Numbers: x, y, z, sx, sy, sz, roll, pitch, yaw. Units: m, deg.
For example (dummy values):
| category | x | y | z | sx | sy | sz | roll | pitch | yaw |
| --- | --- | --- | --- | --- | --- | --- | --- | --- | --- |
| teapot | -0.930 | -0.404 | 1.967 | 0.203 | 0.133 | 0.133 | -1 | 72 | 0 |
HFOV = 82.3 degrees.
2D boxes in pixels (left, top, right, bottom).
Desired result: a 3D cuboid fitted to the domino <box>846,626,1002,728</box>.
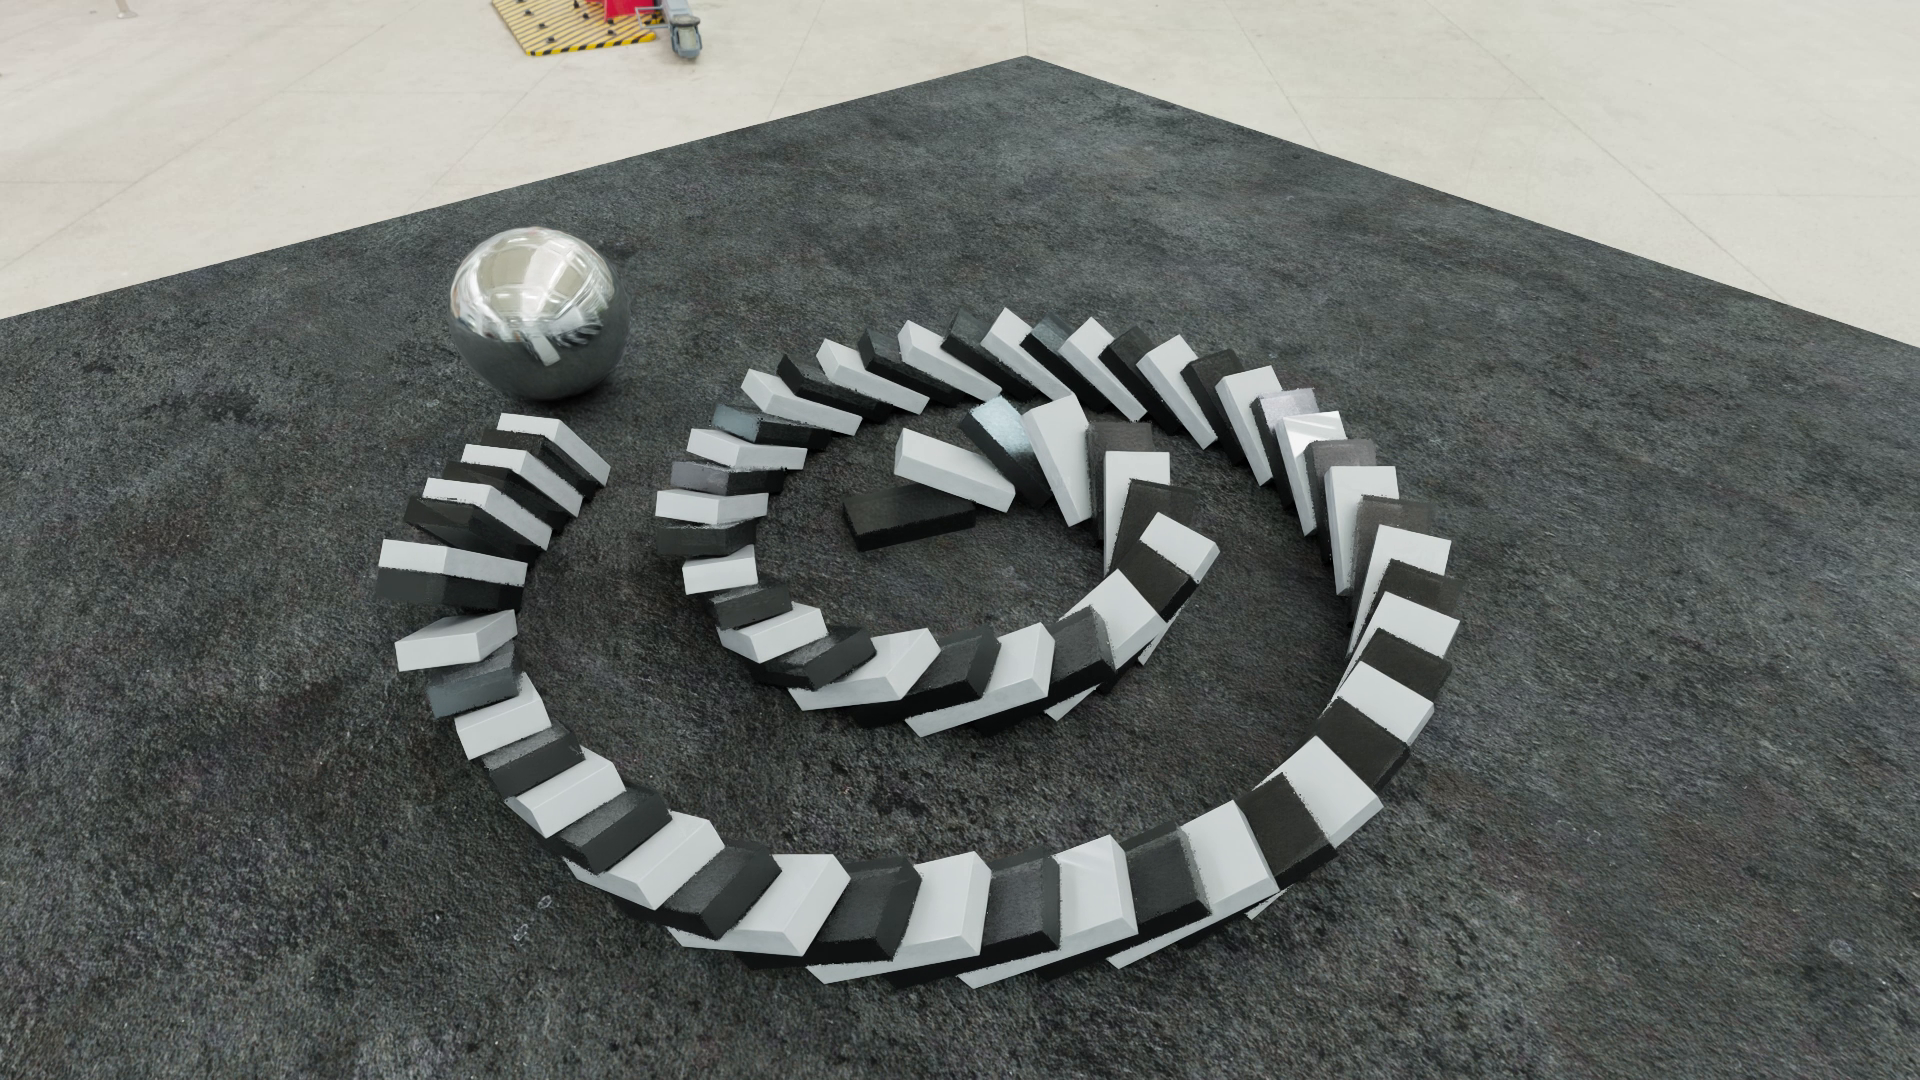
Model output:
| category | x | y | z | sx | sy | sz | roll | pitch | yaw |
| --- | --- | --- | --- | --- | --- | --- | --- | --- | --- |
| domino | -0.012 | 0.046 | 0.367 | 0.050 | 0.009 | 0.025 | -19 | 29 | 32 |

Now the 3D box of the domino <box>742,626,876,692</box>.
| category | x | y | z | sx | sy | sz | roll | pitch | yaw |
| --- | --- | --- | --- | --- | --- | --- | --- | --- | --- |
| domino | -0.052 | 0.039 | 0.375 | 0.025 | 0.010 | 0.050 | -30 | 14 | -31 |

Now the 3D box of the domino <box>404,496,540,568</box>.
| category | x | y | z | sx | sy | sz | roll | pitch | yaw |
| --- | --- | --- | --- | --- | --- | --- | --- | --- | --- |
| domino | -0.184 | -0.002 | 0.416 | 0.025 | 0.050 | 0.010 | 7 | 73 | 8 |

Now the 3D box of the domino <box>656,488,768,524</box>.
| category | x | y | z | sx | sy | sz | roll | pitch | yaw |
| --- | --- | --- | --- | --- | --- | --- | --- | --- | --- |
| domino | -0.098 | -0.015 | 0.441 | 0.025 | 0.009 | 0.050 | 9 | 7 | 11 |

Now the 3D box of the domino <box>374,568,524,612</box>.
| category | x | y | z | sx | sy | sz | roll | pitch | yaw |
| --- | --- | --- | --- | --- | --- | --- | --- | --- | --- |
| domino | -0.182 | 0.018 | 0.395 | 0.025 | 0.050 | 0.010 | 6 | 85 | 8 |

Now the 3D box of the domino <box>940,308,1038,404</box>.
| category | x | y | z | sx | sy | sz | roll | pitch | yaw |
| --- | --- | --- | --- | --- | --- | --- | --- | --- | --- |
| domino | 0.016 | -0.089 | 0.532 | 0.050 | 0.009 | 0.025 | 32 | 38 | -13 |

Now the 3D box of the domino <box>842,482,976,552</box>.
| category | x | y | z | sx | sy | sz | roll | pitch | yaw |
| --- | --- | --- | --- | --- | --- | --- | --- | --- | --- |
| domino | -0.021 | -0.011 | 0.457 | 0.050 | 0.010 | 0.025 | -13 | 41 | -15 |

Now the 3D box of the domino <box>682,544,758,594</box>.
| category | x | y | z | sx | sy | sz | roll | pitch | yaw |
| --- | --- | --- | --- | --- | --- | --- | --- | --- | --- |
| domino | -0.089 | 0.010 | 0.410 | 0.025 | 0.009 | 0.050 | -8 | 7 | -10 |

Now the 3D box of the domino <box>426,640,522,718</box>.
| category | x | y | z | sx | sy | sz | roll | pitch | yaw |
| --- | --- | --- | --- | --- | --- | --- | --- | --- | --- |
| domino | -0.161 | 0.046 | 0.368 | 0.025 | 0.009 | 0.050 | -16 | 10 | -19 |

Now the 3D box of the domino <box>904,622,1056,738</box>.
| category | x | y | z | sx | sy | sz | roll | pitch | yaw |
| --- | --- | --- | --- | --- | --- | --- | --- | --- | --- |
| domino | 0.007 | 0.047 | 0.366 | 0.050 | 0.010 | 0.025 | -23 | 31 | 27 |

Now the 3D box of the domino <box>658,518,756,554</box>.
| category | x | y | z | sx | sy | sz | roll | pitch | yaw |
| --- | --- | --- | --- | --- | --- | --- | --- | --- | --- |
| domino | -0.097 | -0.002 | 0.425 | 0.025 | 0.010 | 0.050 | 1 | 6 | 2 |

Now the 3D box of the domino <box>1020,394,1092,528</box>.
| category | x | y | z | sx | sy | sz | roll | pitch | yaw |
| --- | --- | --- | --- | --- | --- | --- | --- | --- | --- |
| domino | 0.047 | -0.033 | 0.458 | 0.025 | 0.009 | 0.050 | -23 | 87 | -32 |

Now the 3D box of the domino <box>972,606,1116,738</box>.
| category | x | y | z | sx | sy | sz | roll | pitch | yaw |
| --- | --- | --- | --- | --- | --- | --- | --- | --- | --- |
| domino | 0.026 | 0.044 | 0.368 | 0.050 | 0.010 | 0.025 | -29 | 36 | 19 |

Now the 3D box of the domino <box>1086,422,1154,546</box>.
| category | x | y | z | sx | sy | sz | roll | pitch | yaw |
| --- | --- | --- | --- | --- | --- | --- | --- | --- | --- |
| domino | 0.066 | -0.023 | 0.449 | 0.025 | 0.009 | 0.050 | 0 | 74 | -6 |

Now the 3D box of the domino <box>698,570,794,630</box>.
| category | x | y | z | sx | sy | sz | roll | pitch | yaw |
| --- | --- | --- | --- | --- | --- | --- | --- | --- | --- |
| domino | -0.078 | 0.021 | 0.397 | 0.025 | 0.010 | 0.050 | -16 | 9 | -19 |

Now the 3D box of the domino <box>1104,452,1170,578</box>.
| category | x | y | z | sx | sy | sz | roll | pitch | yaw |
| --- | --- | --- | --- | --- | --- | --- | --- | --- | --- |
| domino | 0.070 | -0.010 | 0.434 | 0.025 | 0.010 | 0.050 | 1 | 74 | 2 |

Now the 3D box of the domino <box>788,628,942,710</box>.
| category | x | y | z | sx | sy | sz | roll | pitch | yaw |
| --- | --- | --- | --- | --- | --- | --- | --- | --- | --- |
| domino | -0.033 | 0.044 | 0.369 | 0.050 | 0.010 | 0.025 | -14 | 24 | 43 |

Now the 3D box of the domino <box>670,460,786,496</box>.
| category | x | y | z | sx | sy | sz | roll | pitch | yaw |
| --- | --- | --- | --- | --- | --- | --- | --- | --- | --- |
| domino | -0.095 | -0.026 | 0.455 | 0.025 | 0.009 | 0.050 | 13 | 8 | 15 |

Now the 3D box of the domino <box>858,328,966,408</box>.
| category | x | y | z | sx | sy | sz | roll | pitch | yaw |
| --- | --- | --- | --- | --- | --- | --- | --- | --- | --- |
| domino | -0.023 | -0.082 | 0.523 | 0.050 | 0.009 | 0.025 | 20 | 30 | -29 |

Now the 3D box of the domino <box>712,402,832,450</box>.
| category | x | y | z | sx | sy | sz | roll | pitch | yaw |
| --- | --- | --- | --- | --- | --- | --- | --- | --- | --- |
| domino | -0.082 | -0.050 | 0.484 | 0.025 | 0.009 | 0.050 | 24 | 12 | 27 |

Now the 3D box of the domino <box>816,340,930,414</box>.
| category | x | y | z | sx | sy | sz | roll | pitch | yaw |
| --- | --- | --- | --- | --- | --- | --- | --- | --- | --- |
| domino | -0.041 | -0.077 | 0.517 | 0.050 | 0.010 | 0.025 | 16 | 28 | -34 |

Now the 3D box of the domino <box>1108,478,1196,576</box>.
| category | x | y | z | sx | sy | sz | roll | pitch | yaw |
| --- | --- | --- | --- | --- | --- | --- | --- | --- | --- |
| domino | 0.072 | 0.003 | 0.418 | 0.025 | 0.009 | 0.050 | 12 | 75 | 14 |

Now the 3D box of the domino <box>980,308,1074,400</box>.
| category | x | y | z | sx | sy | sz | roll | pitch | yaw |
| --- | --- | --- | --- | --- | --- | --- | --- | --- | --- |
| domino | 0.036 | -0.088 | 0.531 | 0.050 | 0.010 | 0.025 | 36 | 42 | -7 |

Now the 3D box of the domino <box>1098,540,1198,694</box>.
| category | x | y | z | sx | sy | sz | roll | pitch | yaw |
| --- | --- | --- | --- | --- | --- | --- | --- | --- | --- |
| domino | 0.058 | 0.027 | 0.389 | 0.050 | 0.010 | 0.025 | -50 | 52 | -1 |

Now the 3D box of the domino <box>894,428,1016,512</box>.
| category | x | y | z | sx | sy | sz | roll | pitch | yaw |
| --- | --- | --- | --- | --- | --- | --- | --- | --- | --- |
| domino | -0.002 | -0.029 | 0.462 | 0.050 | 0.009 | 0.025 | 19 | 29 | -12 |

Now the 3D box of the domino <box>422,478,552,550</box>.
| category | x | y | z | sx | sy | sz | roll | pitch | yaw |
| --- | --- | --- | --- | --- | --- | --- | --- | --- | --- |
| domino | -0.182 | -0.009 | 0.425 | 0.025 | 0.050 | 0.010 | 7 | 73 | 8 |

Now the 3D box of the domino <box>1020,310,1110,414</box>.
| category | x | y | z | sx | sy | sz | roll | pitch | yaw |
| --- | --- | --- | --- | --- | --- | --- | --- | --- | --- |
| domino | 0.055 | -0.086 | 0.528 | 0.050 | 0.009 | 0.025 | 41 | 46 | -2 |

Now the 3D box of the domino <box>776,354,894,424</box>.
| category | x | y | z | sx | sy | sz | roll | pitch | yaw |
| --- | --- | --- | --- | --- | --- | --- | --- | --- | --- |
| domino | -0.057 | -0.070 | 0.508 | 0.050 | 0.010 | 0.025 | 13 | 26 | -40 |

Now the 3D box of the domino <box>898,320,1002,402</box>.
| category | x | y | z | sx | sy | sz | roll | pitch | yaw |
| --- | --- | --- | --- | --- | --- | --- | --- | --- | --- |
| domino | -0.005 | -0.085 | 0.527 | 0.050 | 0.010 | 0.025 | 22 | 32 | -25 |

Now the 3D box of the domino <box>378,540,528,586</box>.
| category | x | y | z | sx | sy | sz | roll | pitch | yaw |
| --- | --- | --- | --- | --- | --- | --- | --- | --- | --- |
| domino | -0.185 | 0.009 | 0.405 | 0.025 | 0.050 | 0.010 | 6 | 83 | 11 |

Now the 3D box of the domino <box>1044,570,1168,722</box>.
| category | x | y | z | sx | sy | sz | roll | pitch | yaw |
| --- | --- | --- | --- | --- | --- | --- | --- | --- | --- |
| domino | 0.044 | 0.036 | 0.378 | 0.050 | 0.010 | 0.025 | -42 | 45 | 6 |

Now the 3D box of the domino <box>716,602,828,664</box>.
| category | x | y | z | sx | sy | sz | roll | pitch | yaw |
| --- | --- | --- | --- | --- | --- | --- | --- | --- | --- |
| domino | -0.067 | 0.031 | 0.385 | 0.025 | 0.010 | 0.050 | -21 | 11 | -24 |

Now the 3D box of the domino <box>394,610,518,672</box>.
| category | x | y | z | sx | sy | sz | roll | pitch | yaw |
| --- | --- | --- | --- | --- | --- | --- | --- | --- | --- |
| domino | -0.173 | 0.034 | 0.381 | 0.025 | 0.010 | 0.050 | -7 | 6 | -8 |

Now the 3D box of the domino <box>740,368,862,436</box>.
| category | x | y | z | sx | sy | sz | roll | pitch | yaw |
| --- | --- | --- | --- | --- | --- | --- | --- | --- | --- |
| domino | -0.071 | -0.062 | 0.499 | 0.050 | 0.010 | 0.025 | 11 | 25 | -44 |

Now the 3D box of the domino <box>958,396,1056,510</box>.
| category | x | y | z | sx | sy | sz | roll | pitch | yaw |
| --- | --- | --- | --- | --- | --- | --- | --- | --- | --- |
| domino | 0.025 | -0.038 | 0.469 | 0.050 | 0.010 | 0.025 | 47 | 43 | 10 |

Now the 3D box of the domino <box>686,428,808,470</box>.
| category | x | y | z | sx | sy | sz | roll | pitch | yaw |
| --- | --- | --- | --- | --- | --- | --- | --- | --- | --- |
| domino | -0.090 | -0.039 | 0.471 | 0.025 | 0.009 | 0.050 | 20 | 11 | 23 |

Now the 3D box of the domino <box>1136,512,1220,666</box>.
| category | x | y | z | sx | sy | sz | roll | pitch | yaw |
| --- | --- | --- | --- | --- | --- | --- | --- | --- | --- |
| domino | 0.069 | 0.017 | 0.400 | 0.025 | 0.009 | 0.050 | 32 | 84 | 32 |
